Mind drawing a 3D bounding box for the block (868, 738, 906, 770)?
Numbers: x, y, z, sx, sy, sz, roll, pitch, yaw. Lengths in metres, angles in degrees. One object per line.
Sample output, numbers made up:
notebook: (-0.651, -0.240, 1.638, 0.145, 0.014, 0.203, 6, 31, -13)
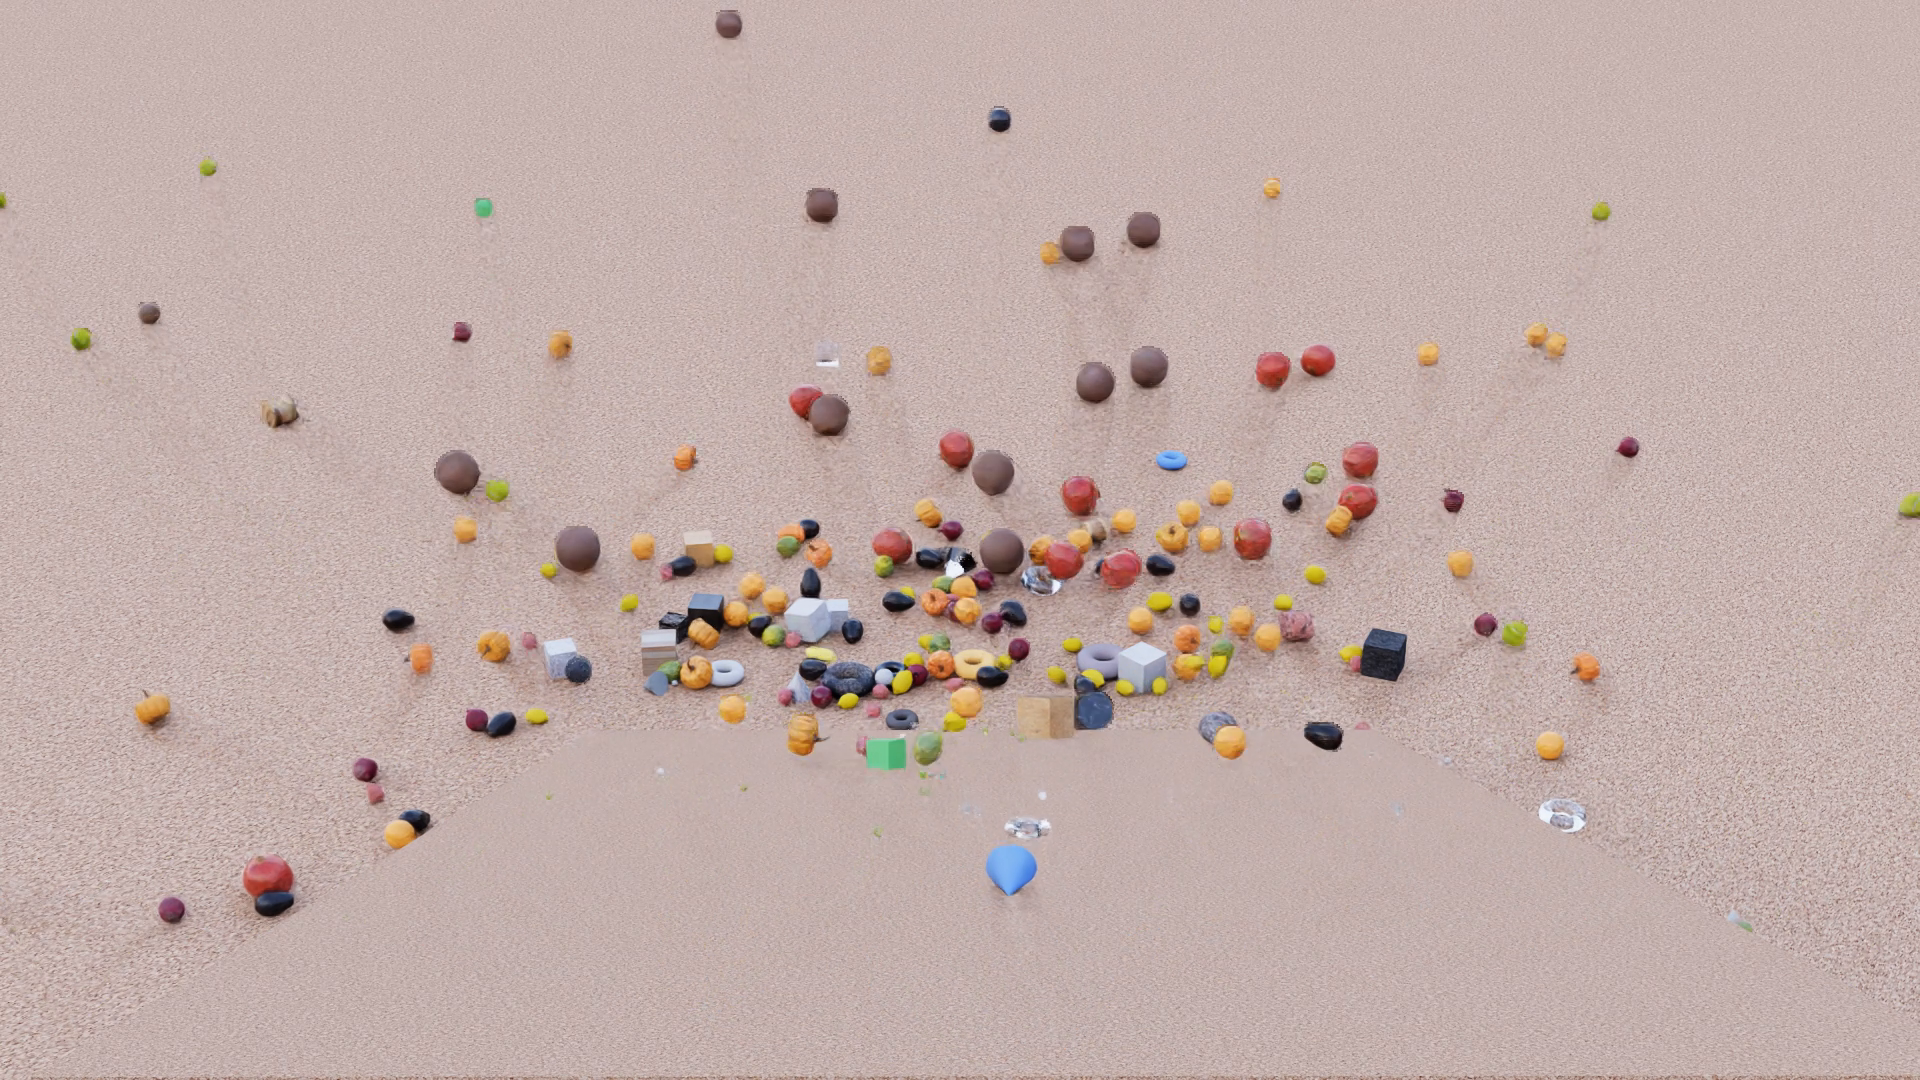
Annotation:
block: (-0.161, 0.468, 5.657, 0.061, 0.061, 0.061, 1, 1, 37)

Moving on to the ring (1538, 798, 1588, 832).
ring: (1.489, 0.680, 6.380, 0.118, 0.039, 0.118, 1, 28, -1)

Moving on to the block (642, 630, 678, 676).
block: (-0.818, 0.307, 7.034, 0.091, 0.091, 0.091, -2, 28, -4)

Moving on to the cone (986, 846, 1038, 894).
cone: (0.074, 0.506, 3.830, 0.077, 0.077, 0.077, 2, 24, 5)

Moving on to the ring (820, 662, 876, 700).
ring: (-0.300, 0.378, 6.945, 0.149, 0.050, 0.149, 0, 29, 0)

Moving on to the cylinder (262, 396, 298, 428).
cylinder: (-2.218, -0.419, 8.421, 0.083, 0.083, 0.083, -23, 35, -36)

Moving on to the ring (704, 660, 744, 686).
ring: (-0.638, 0.360, 6.991, 0.111, 0.037, 0.111, 0, 27, 0)

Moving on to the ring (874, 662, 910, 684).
ring: (-0.185, 0.360, 6.997, 0.098, 0.033, 0.098, 1, 27, -1)

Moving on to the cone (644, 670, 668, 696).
cone: (-0.832, 0.389, 6.944, 0.067, 0.067, 0.067, -12, 15, 41)

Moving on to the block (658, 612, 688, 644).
block: (-0.796, 0.244, 7.187, 0.060, 0.060, 0.060, 11, 30, 19)

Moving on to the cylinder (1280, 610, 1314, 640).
cylinder: (0.936, 0.238, 7.180, 0.077, 0.077, 0.077, -7, 28, -8)

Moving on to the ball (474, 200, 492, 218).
ball: (-1.865, -1.298, 10.111, 0.070, 0.070, 0.070, 0, 28, 0)

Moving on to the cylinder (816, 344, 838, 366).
cylinder: (-0.455, -0.634, 8.840, 0.076, 0.076, 0.076, -2, 28, -4)

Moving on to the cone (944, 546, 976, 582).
cone: (-0.019, 0.088, 7.503, 0.096, 0.096, 0.096, 19, 60, 31)

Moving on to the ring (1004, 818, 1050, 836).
ring: (0.117, 0.501, 4.503, 0.080, 0.027, 0.080, -1, 1, 0)

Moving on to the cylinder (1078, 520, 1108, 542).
cylinder: (0.396, -0.025, 7.696, 0.063, 0.063, 0.063, -2, 26, -27)

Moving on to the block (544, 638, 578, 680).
block: (-1.084, 0.322, 7.021, 0.076, 0.076, 0.076, -9, 29, -17)

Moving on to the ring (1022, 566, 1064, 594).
ring: (0.237, 0.116, 7.448, 0.123, 0.041, 0.123, 4, 31, -2)

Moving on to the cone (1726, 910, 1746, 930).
cone: (1.779, 0.896, 5.983, 0.057, 0.057, 0.057, -30, 31, 1)

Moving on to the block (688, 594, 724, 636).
block: (-0.710, 0.209, 7.226, 0.085, 0.085, 0.085, 3, 28, 6)

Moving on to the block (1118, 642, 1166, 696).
block: (0.491, 0.345, 6.960, 0.092, 0.092, 0.092, -24, 36, -38)

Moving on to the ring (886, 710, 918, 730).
ring: (-0.152, 0.473, 6.785, 0.087, 0.029, 0.087, -1, 28, 1)

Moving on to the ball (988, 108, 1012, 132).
ball: (0.171, -1.789, 11.014, 0.099, 0.099, 0.099, 0, 28, 0)

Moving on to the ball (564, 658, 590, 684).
ball: (-1.032, 0.353, 6.970, 0.070, 0.070, 0.070, 0, 28, 0)

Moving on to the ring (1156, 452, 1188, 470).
ring: (0.670, -0.253, 8.162, 0.097, 0.032, 0.097, 1, 27, 0)

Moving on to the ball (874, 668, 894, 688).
ball: (-0.203, 0.370, 6.932, 0.051, 0.051, 0.051, 0, 28, 0)

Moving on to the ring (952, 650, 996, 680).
ring: (0.037, 0.339, 7.028, 0.124, 0.041, 0.124, -1, 29, 0)

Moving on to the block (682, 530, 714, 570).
block: (-0.767, 0.028, 7.575, 0.080, 0.080, 0.080, -5, 28, -10)

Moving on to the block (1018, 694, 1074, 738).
block: (0.213, 0.438, 6.424, 0.099, 0.099, 0.099, 1, 1, 39)

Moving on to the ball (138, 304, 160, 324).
ball: (-2.877, -0.803, 9.163, 0.075, 0.075, 0.075, 0, 28, 0)

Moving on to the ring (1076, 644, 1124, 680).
ring: (0.391, 0.330, 7.034, 0.150, 0.050, 0.150, 0, 26, 0)

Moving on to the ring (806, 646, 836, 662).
ring: (-0.381, 0.313, 7.067, 0.084, 0.028, 0.084, 12, 5, -1)

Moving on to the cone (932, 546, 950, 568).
cone: (-0.042, 0.064, 7.563, 0.065, 0.065, 0.065, -7, 55, -13)

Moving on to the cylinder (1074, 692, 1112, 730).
cylinder: (0.334, 0.446, 6.710, 0.097, 0.097, 0.097, -10, -4, -19)

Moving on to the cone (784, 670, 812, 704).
cone: (-0.434, 0.382, 6.905, 0.078, 0.078, 0.078, 0, 28, 0)

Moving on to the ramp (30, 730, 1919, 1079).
ramp: (0.063, 0.563, 4.601, 2.000, 0.100, 4.000, 0, 1, 0)

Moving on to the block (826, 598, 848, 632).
block: (-0.346, 0.211, 7.243, 0.066, 0.066, 0.066, -1, 28, -3)

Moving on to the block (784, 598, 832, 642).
block: (-0.422, 0.221, 7.176, 0.086, 0.086, 0.086, 5, 33, 32)

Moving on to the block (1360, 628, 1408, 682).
block: (1.152, 0.312, 7.018, 0.097, 0.097, 0.097, 11, 30, 20)
